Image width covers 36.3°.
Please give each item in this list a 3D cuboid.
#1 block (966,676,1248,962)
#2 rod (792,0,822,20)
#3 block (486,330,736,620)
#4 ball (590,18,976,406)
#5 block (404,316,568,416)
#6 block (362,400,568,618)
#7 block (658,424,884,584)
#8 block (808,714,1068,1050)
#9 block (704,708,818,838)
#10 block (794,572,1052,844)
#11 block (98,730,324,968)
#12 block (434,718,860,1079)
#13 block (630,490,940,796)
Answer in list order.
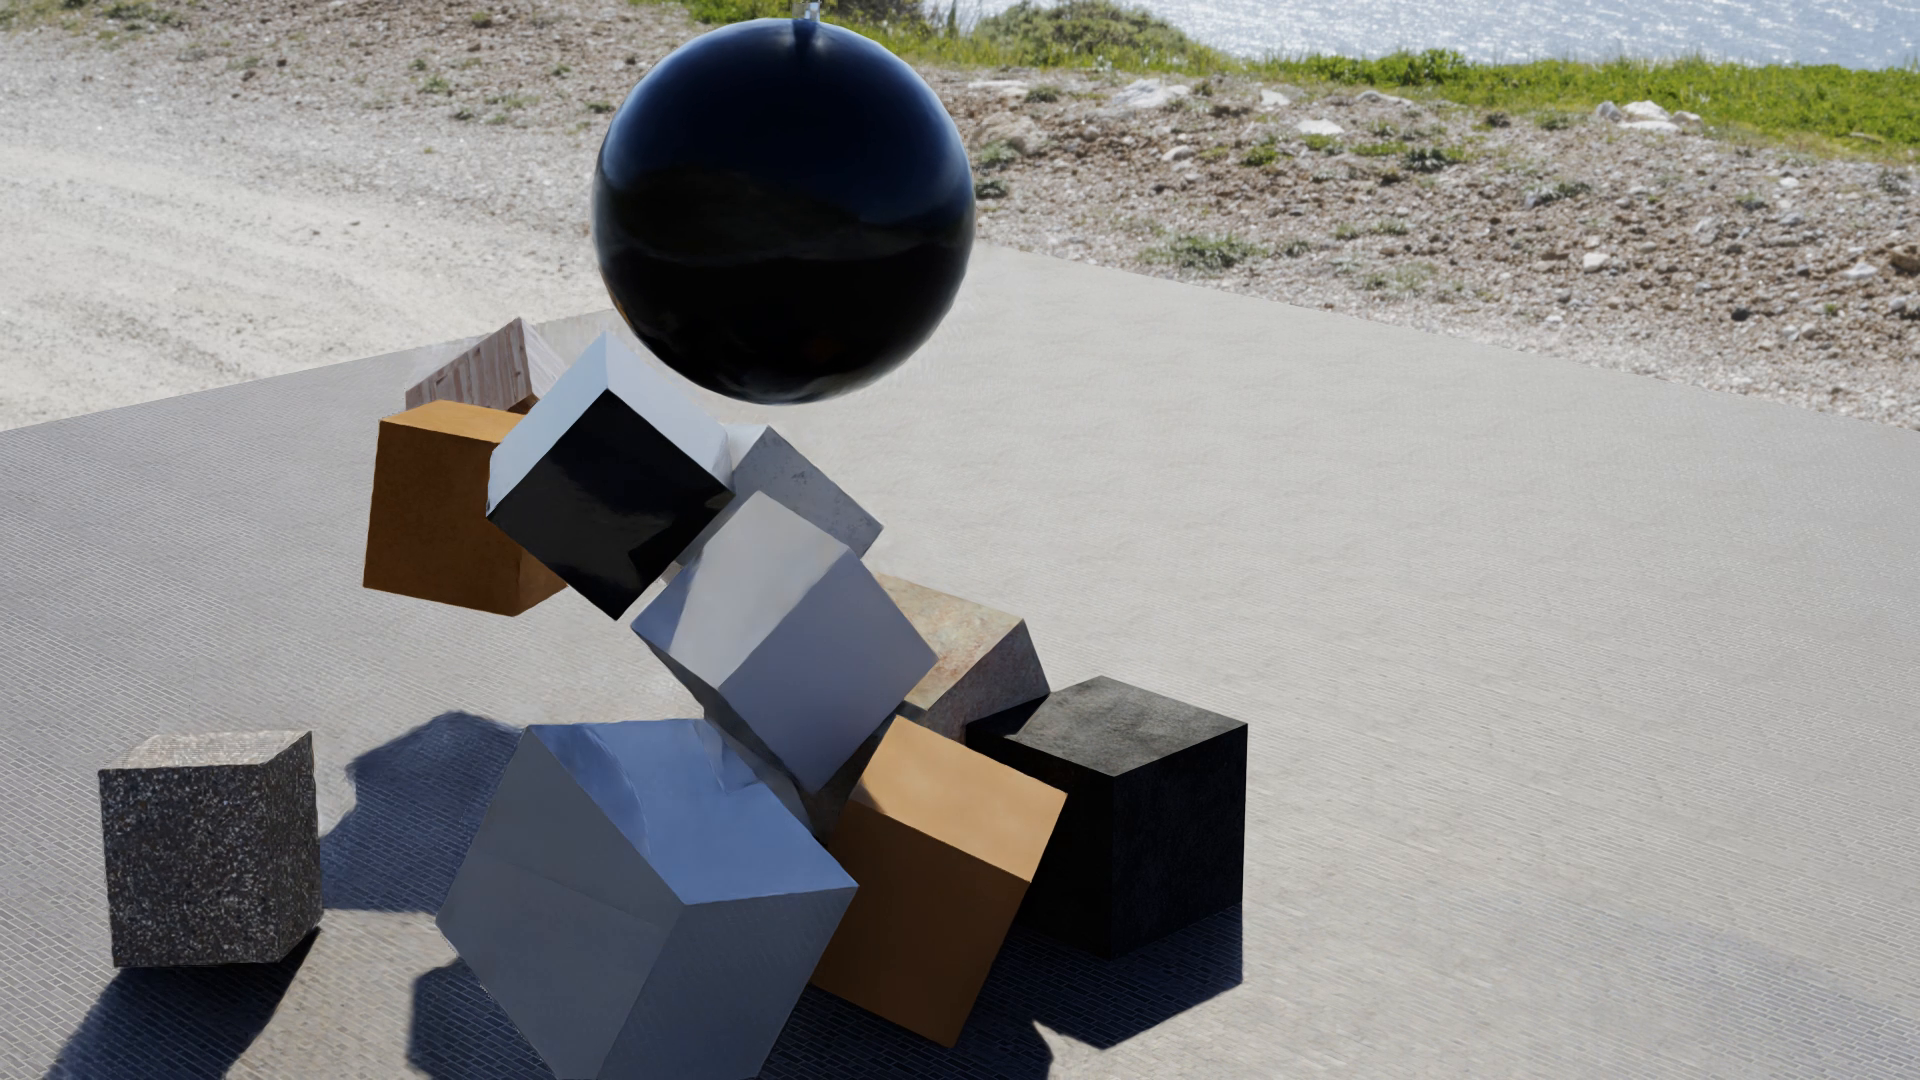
[{"bbox_3d":[0.649,1.217,13.050,0.875,0.854,0.883,17,24,42],"label":"block"},{"bbox_3d":[-0.317,-4.674,11.541,0.080,5.200,0.080,17,14,42],"label":"rod"},{"bbox_3d":[-1.579,-0.302,13.252,0.751,0.799,0.845,41,12,-20],"label":"block"},{"bbox_3d":[-0.731,-1.354,12.150,1.600,1.600,1.600,0,17,0],"label":"ball"},{"bbox_3d":[-2.392,-0.548,15.564,0.770,0.725,0.748,-32,37,10],"label":"block"},{"bbox_3d":[-2.412,-0.170,14.633,0.793,0.840,0.775,11,12,10],"label":"block"},{"bbox_3d":[-0.967,-0.014,13.657,0.749,0.738,0.717,-53,20,-12],"label":"block"},{"bbox_3d":[-0.148,1.393,12.058,0.789,0.839,0.851,25,23,3],"label":"block"},{"bbox_3d":[-0.642,0.838,14.301,0.870,0.825,0.856,-17,24,-42],"label":"block"},{"bbox_3d":[-0.188,0.886,13.435,0.950,0.975,0.878,17,49,43],"label":"block"},{"bbox_3d":[-3.178,1.304,12.511,0.694,0.836,0.778,-2,7,2],"label":"block"},{"bbox_3d":[-1.224,1.413,11.370,0.914,0.967,1.069,1,34,-48],"label":"block"},{"bbox_3d":[-0.757,0.445,12.717,0.818,0.819,0.713,-47,42,-11],"label":"block"}]
